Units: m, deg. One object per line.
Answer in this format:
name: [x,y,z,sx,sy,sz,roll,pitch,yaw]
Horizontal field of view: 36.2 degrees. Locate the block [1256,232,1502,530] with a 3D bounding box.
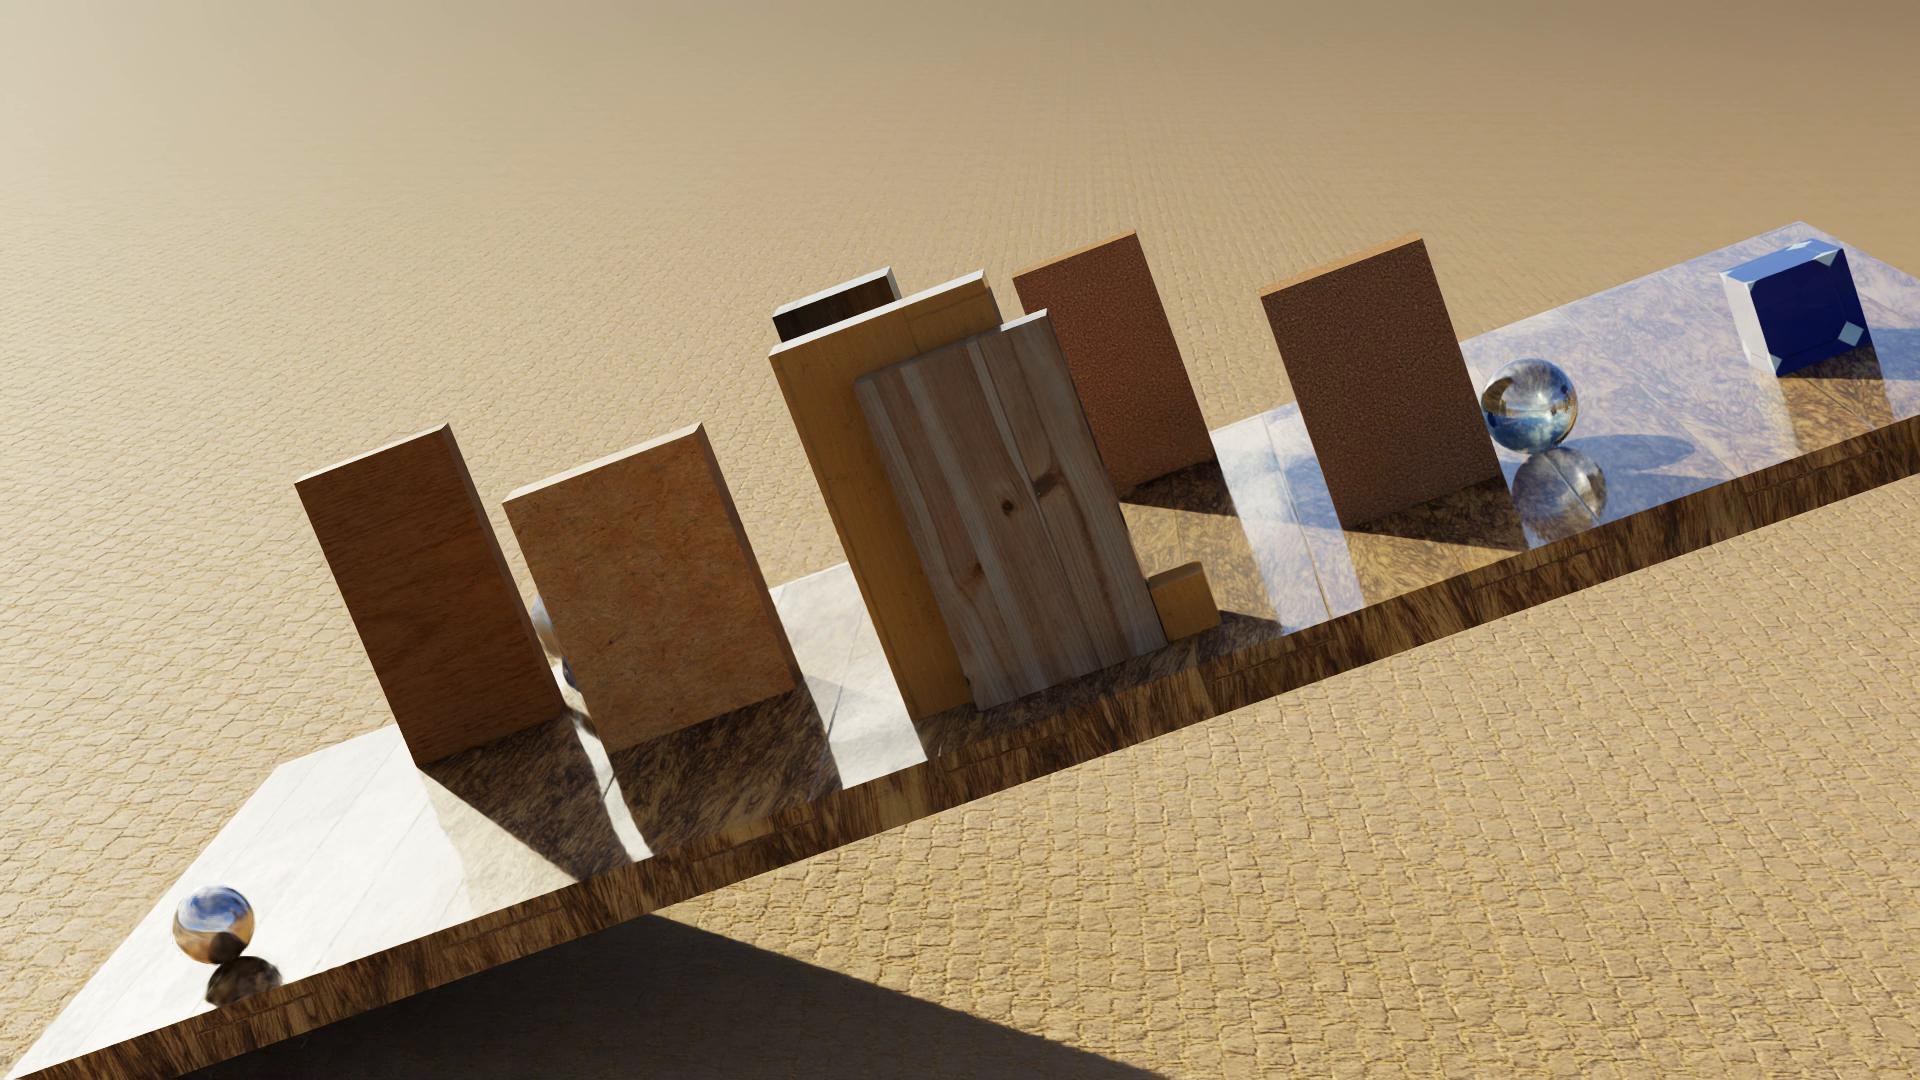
block: [0.827,-0.314,5.799,0.331,0.495,0.113,-20,12,7]

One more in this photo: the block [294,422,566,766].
block: [-1.223,0.130,6.814,0.366,0.721,0.086,-20,12,7]

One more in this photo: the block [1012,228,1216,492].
block: [0.363,-0.413,6.916,0.304,0.560,0.096,-20,12,7]

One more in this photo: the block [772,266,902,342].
block: [-0.149,-0.203,6.426,0.262,0.730,0.146,-20,12,7]

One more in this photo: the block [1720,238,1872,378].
block: [1.640,-0.458,5.780,0.195,0.195,0.195,-20,11,3]

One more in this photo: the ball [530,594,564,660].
ball: [-0.966,0.199,7.330,0.209,0.209,0.209,0,13,0]

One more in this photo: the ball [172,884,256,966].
ball: [-1.465,0.755,5.775,0.159,0.159,0.159,0,13,0]

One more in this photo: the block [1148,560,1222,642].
block: [0.422,0.113,5.527,0.105,0.105,0.105,-20,12,6]

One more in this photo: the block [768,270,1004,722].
block: [-0.024,-0.081,5.580,0.425,0.754,0.119,-20,12,7]

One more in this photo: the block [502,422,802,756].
block: [-0.651,0.104,6.256,0.437,0.587,0.123,-20,12,7]

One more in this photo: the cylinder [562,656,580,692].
cylinder: [-0.864,0.284,6.955,0.128,0.128,0.128,2,15,7]

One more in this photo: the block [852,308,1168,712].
block: [0.097,-0.053,5.469,0.377,0.660,0.084,-20,12,7]

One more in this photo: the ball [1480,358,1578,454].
ball: [1.125,-0.265,5.811,0.191,0.191,0.191,0,13,0]

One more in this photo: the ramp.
ramp: [0.117,0.176,6.296,4.000,0.100,2.000,-20,12,7]
